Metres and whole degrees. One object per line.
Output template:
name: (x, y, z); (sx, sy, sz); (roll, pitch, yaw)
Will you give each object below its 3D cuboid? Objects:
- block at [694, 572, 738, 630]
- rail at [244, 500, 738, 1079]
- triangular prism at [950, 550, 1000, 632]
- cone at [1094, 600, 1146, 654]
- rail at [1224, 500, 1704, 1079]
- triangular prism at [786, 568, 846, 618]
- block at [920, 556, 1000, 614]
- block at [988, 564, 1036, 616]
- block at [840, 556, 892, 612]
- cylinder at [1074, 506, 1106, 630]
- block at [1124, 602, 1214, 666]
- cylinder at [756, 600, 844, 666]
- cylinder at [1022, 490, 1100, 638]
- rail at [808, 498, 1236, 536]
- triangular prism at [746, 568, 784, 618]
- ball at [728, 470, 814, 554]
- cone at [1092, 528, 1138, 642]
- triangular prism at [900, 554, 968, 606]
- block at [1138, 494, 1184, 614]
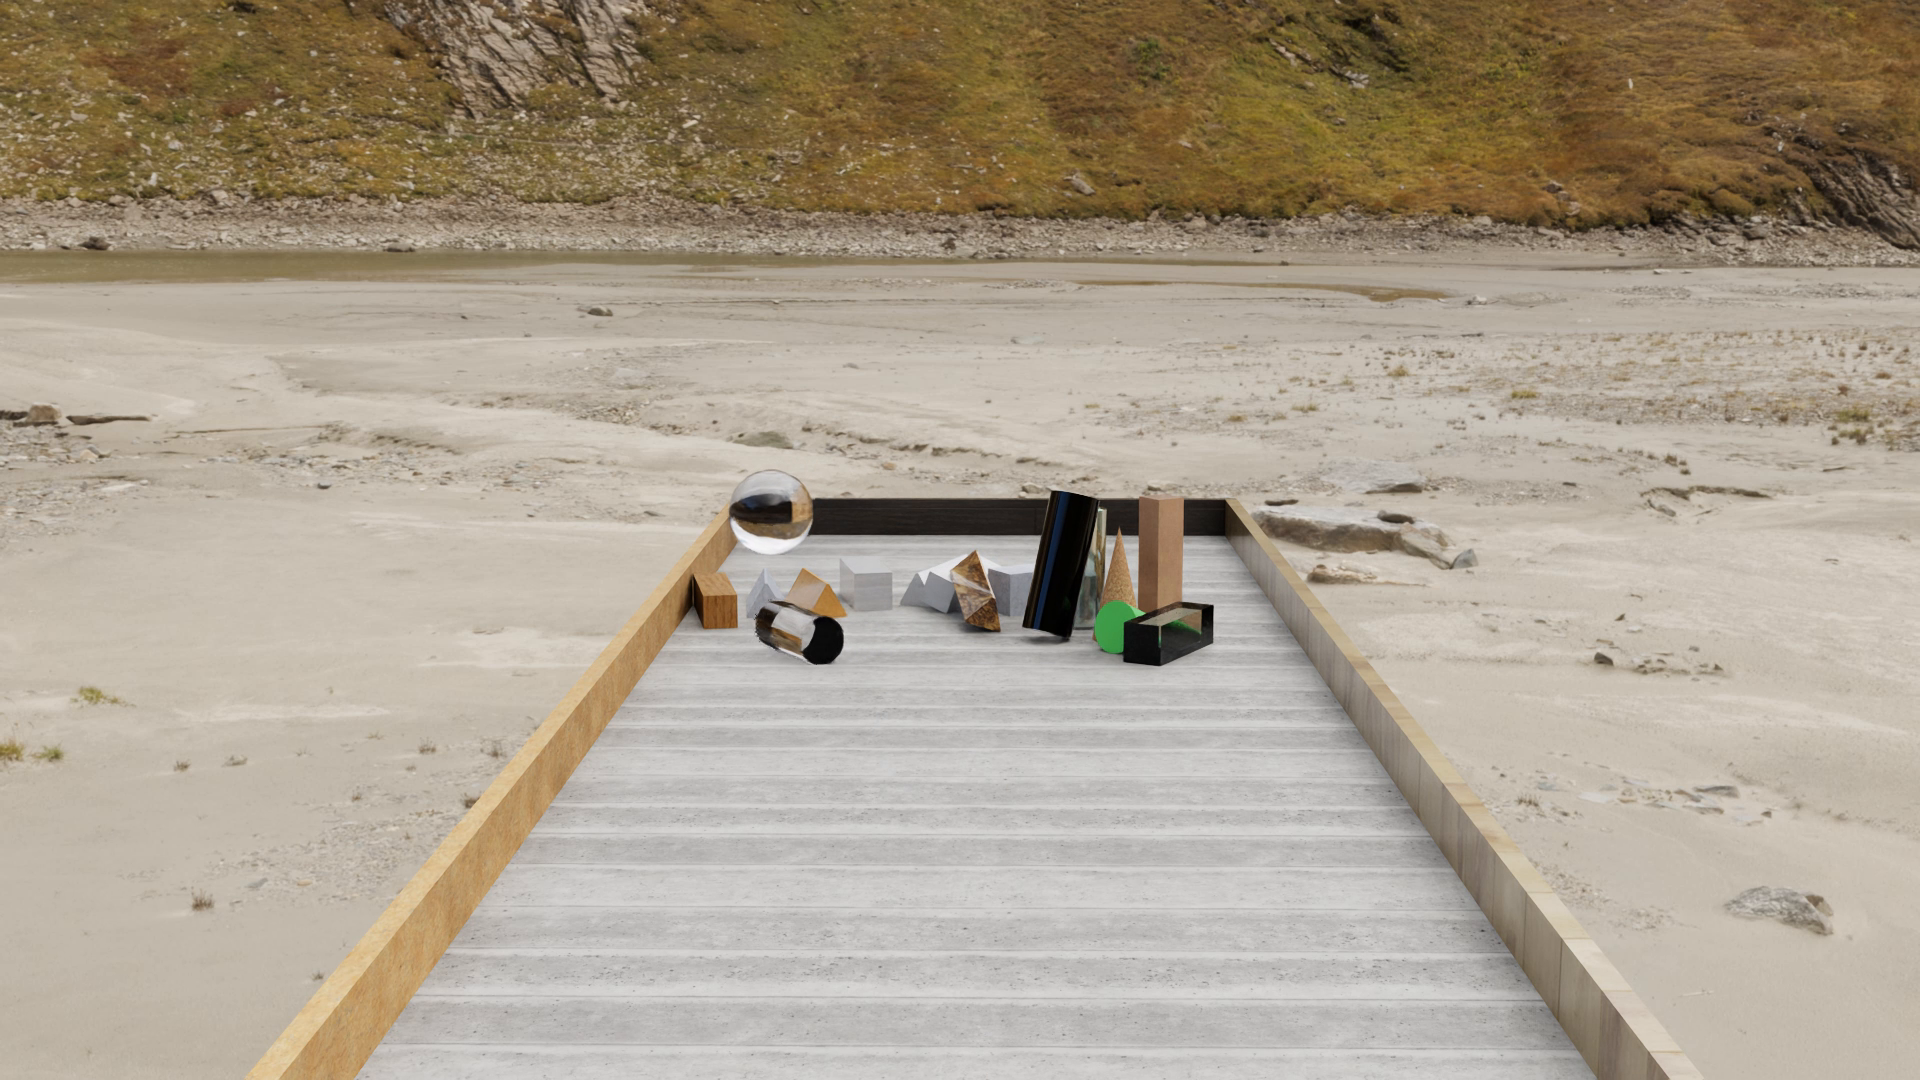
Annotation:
block: (-0.823, 0.202, 7.384); (0.110, 0.110, 0.433); (-2, 9, -11)
rail: (-1.004, 0.839, 3.234); (0.050, 0.150, 12.000); (0, 9, 1)
triangular prism: (0.065, 0.156, 7.287); (0.122, 0.106, 0.411); (17, 19, -14)
cone: (0.607, 0.287, 6.938); (0.164, 0.164, 0.385); (8, 0, 42)
rail: (1.046, 0.843, 3.208); (0.050, 0.150, 12.000); (0, 9, 1)
triangular prism: (-0.493, 0.177, 7.504); (0.132, 0.114, 0.336); (-3, 9, -18)
block: (0.009, 0.151, 7.600); (0.111, 0.111, 0.378); (27, 19, 20)
block: (0.284, 0.163, 7.521); (0.353, 0.144, 0.144); (-5, 10, -30)
block: (-0.328, 0.151, 7.639); (0.131, 0.131, 0.337); (-2, 9, -11)
cylinder: (0.388, 0.087, 7.213); (0.178, 0.386, 0.178); (1, 8, 0)
block: (0.648, 0.287, 6.802); (0.123, 0.123, 0.397); (5, 10, 29)
cylinder: (-0.494, 0.283, 6.749); (0.148, 0.148, 0.312); (-5, 10, -30)
cylinder: (0.322, 0.077, 7.008); (0.161, 0.446, 0.161); (12, -4, 1)
rail: (0.099, -0.098, 9.147); (2.100, 0.150, 0.050); (0, 9, 1)
triangular prism: (-0.663, 0.177, 7.511); (0.131, 0.114, 0.307); (-1, 9, -5)
ball: (-0.742, -0.109, 8.629); (0.335, 0.335, 0.335); (0, 9, 0)
cone: (0.505, 0.136, 6.992); (0.166, 0.363, 0.166); (0, 9, 0)
triangular prism: (-0.063, 0.138, 7.754); (0.132, 0.114, 0.434); (4, 10, 22)
block: (0.654, 0.073, 7.173); (0.103, 0.431, 0.103); (-6, 11, -33)
